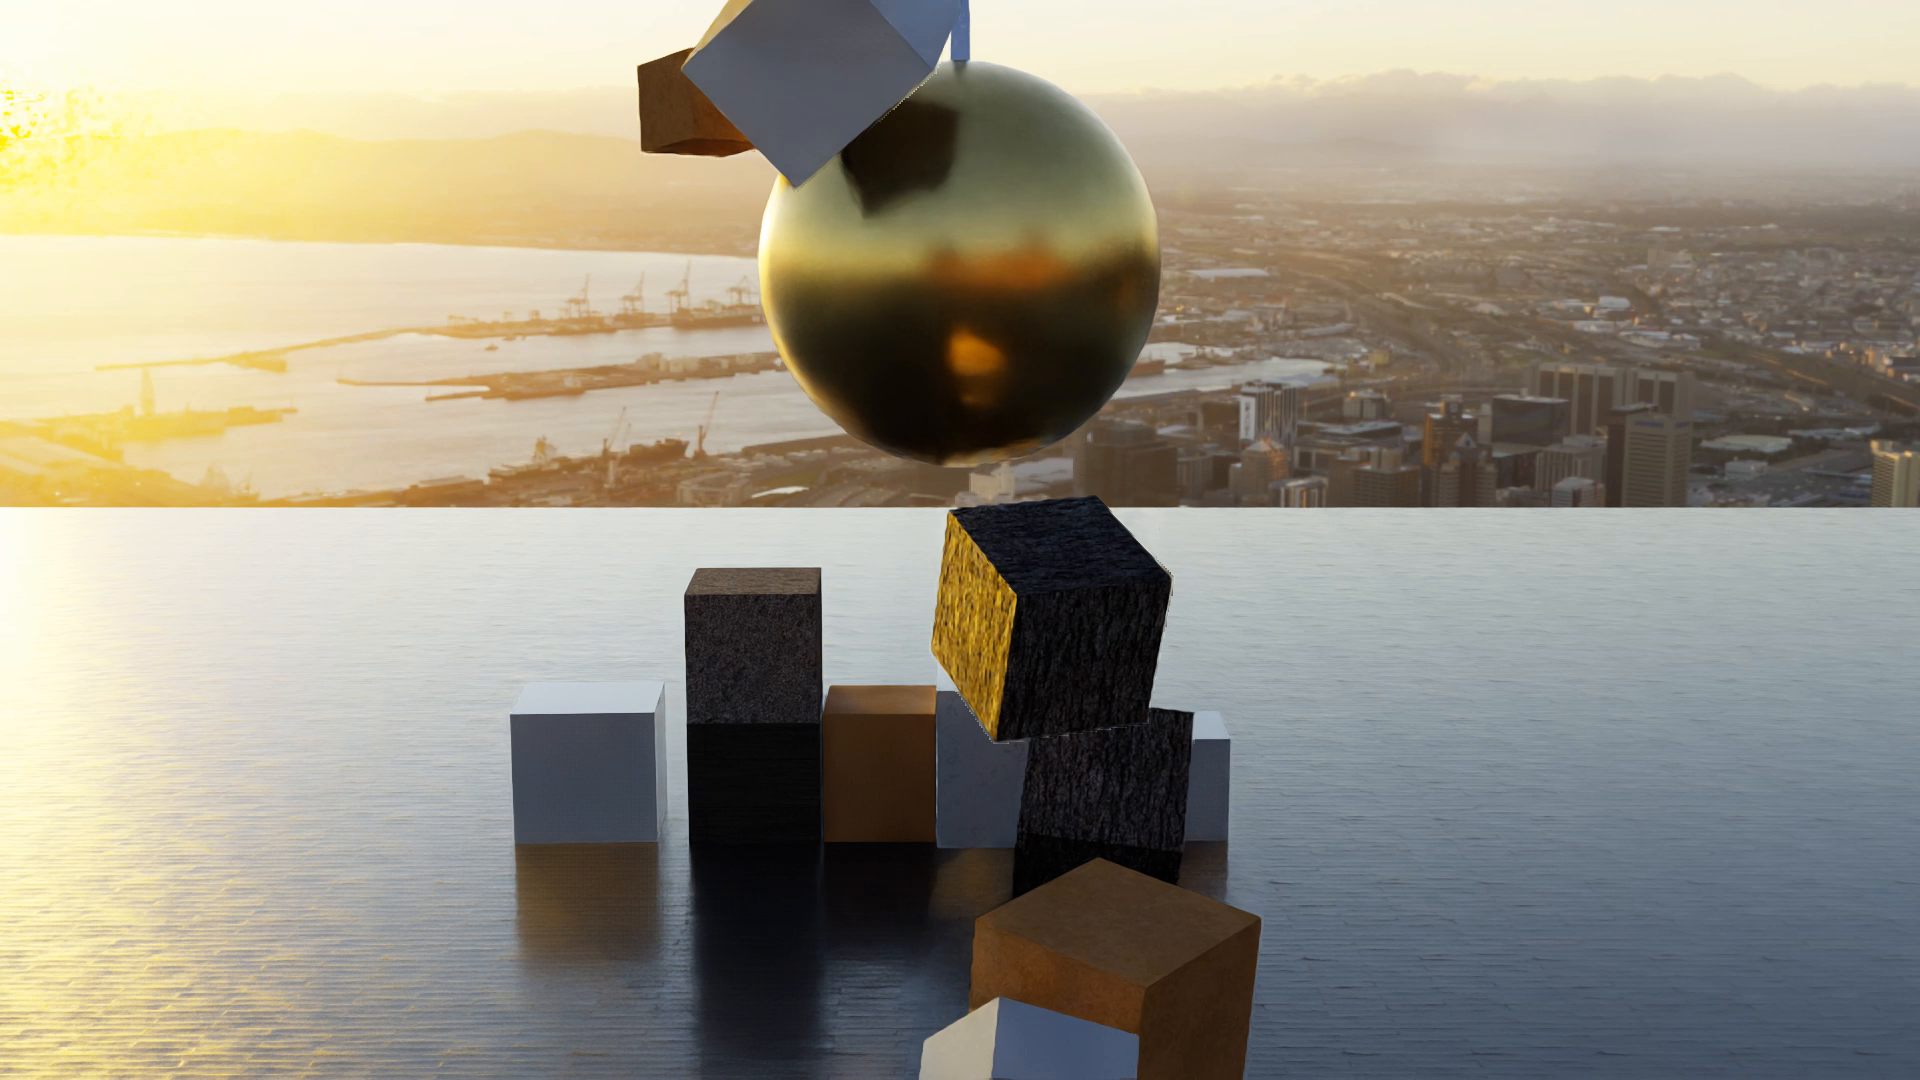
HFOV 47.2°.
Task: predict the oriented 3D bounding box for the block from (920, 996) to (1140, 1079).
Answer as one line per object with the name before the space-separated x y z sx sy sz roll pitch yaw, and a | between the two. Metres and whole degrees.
block | 0.198 1.808 6.930 0.501 0.496 0.538 20 -34 -19

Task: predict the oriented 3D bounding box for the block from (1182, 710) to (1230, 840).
block | 1.075 1.215 11.388 0.574 0.535 0.550 0 10 0

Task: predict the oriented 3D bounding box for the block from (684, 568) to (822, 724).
block | -1.049 0.530 11.295 0.654 0.658 0.696 0 10 -1

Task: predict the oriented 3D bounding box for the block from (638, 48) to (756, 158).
block | -1.028 -1.774 8.953 0.398 0.353 0.407 -4 2 -39

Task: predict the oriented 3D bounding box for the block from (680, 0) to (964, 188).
block | -0.480 -1.802 7.846 0.684 0.578 0.693 -35 21 28

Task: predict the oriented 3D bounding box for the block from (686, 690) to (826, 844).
block | -1.037 1.169 11.381 0.664 0.629 0.672 0 10 0

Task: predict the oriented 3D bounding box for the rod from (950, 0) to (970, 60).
rod | 0.000 -4.422 9.403 0.080 5.200 0.080 0 -11 0

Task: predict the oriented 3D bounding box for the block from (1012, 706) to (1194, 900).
block | 0.631 1.231 9.779 0.702 0.705 0.743 7 49 4

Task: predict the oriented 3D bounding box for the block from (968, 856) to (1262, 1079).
block | 0.546 1.694 7.941 0.719 0.721 0.764 16 20 35

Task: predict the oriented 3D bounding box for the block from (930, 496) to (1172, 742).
block | 0.290 0.251 7.306 0.548 0.551 0.571 -6 31 -23

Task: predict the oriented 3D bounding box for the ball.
ball | 0.000 -1.088 8.738 1.600 1.600 1.600 0 10 0

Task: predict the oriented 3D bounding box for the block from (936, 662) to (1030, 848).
block | 0.331 1.073 11.388 0.894 0.814 0.842 0 10 0

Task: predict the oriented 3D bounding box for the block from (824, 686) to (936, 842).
block | -0.407 1.148 11.383 0.562 0.668 0.597 0 10 0

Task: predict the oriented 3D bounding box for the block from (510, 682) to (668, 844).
block | -1.909 1.143 11.387 0.719 0.677 0.643 -1 10 -3
